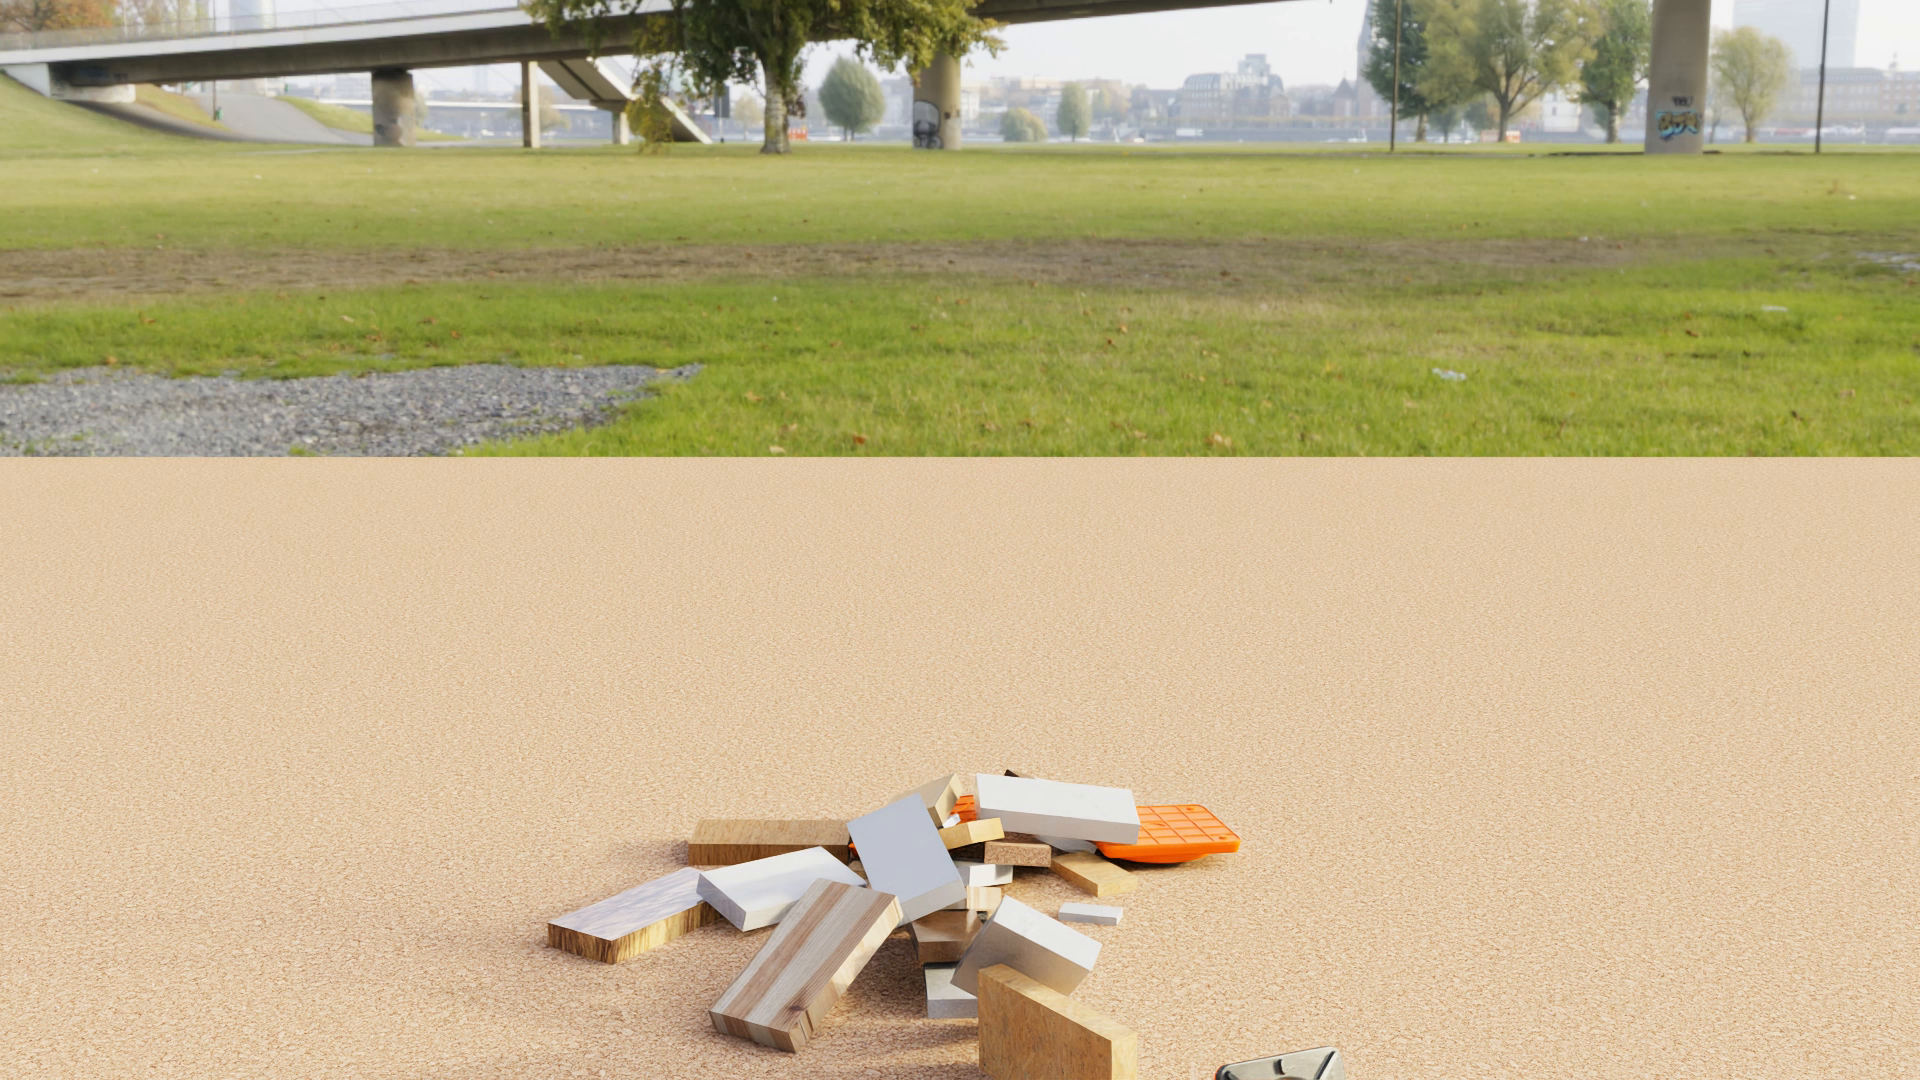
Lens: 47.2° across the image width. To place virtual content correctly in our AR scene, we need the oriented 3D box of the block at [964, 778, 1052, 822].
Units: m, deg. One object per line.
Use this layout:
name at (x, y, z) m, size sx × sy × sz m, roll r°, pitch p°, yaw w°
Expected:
block at (0.115, 0.492, 4.114) m, size 0.109 × 0.031 × 0.218 m, roll 8°, pitch 13°, yaw 36°

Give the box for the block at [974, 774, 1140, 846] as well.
block at (0.165, 0.464, 3.800) m, size 0.275 × 0.039 × 0.138 m, roll 7°, pitch 18°, yaw -5°

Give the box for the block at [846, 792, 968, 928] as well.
block at (-0.085, 0.492, 3.391) m, size 0.126 × 0.036 × 0.291 m, roll -23°, pitch 23°, yaw -5°

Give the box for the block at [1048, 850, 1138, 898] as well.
block at (0.225, 0.566, 3.735) m, size 0.079 × 0.022 × 0.158 m, roll -6°, pitch 12°, yaw -29°

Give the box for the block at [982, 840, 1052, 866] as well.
block at (0.095, 0.530, 3.731) m, size 0.109 × 0.031 × 0.218 m, roll 3°, pitch -5°, yaw 0°

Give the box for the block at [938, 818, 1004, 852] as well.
block at (-0.013, 0.488, 3.586) m, size 0.120 × 0.034 × 0.239 m, roll -16°, pitch -9°, yaw 11°

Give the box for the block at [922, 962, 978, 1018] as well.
block at (0.000, 0.653, 3.252) m, size 0.103 × 0.029 × 0.206 m, roll -1°, pitch 11°, yaw -3°

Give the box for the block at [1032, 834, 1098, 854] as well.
block at (0.157, 0.505, 3.913) m, size 0.109 × 0.031 × 0.218 m, roll 25°, pitch 2°, yaw -19°

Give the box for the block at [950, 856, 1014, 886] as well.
block at (-0.004, 0.546, 3.626) m, size 0.120 × 0.034 × 0.239 m, roll 3°, pitch -6°, yaw 18°

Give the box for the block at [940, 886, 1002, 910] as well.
block at (-0.020, 0.565, 3.460) m, size 0.120 × 0.034 × 0.239 m, roll -4°, pitch -10°, yaw 13°

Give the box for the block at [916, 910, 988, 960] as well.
block at (-0.010, 0.604, 3.363) m, size 0.103 × 0.029 × 0.206 m, roll 0°, pitch 3°, yaw 1°

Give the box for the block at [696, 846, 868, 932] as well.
block at (-0.288, 0.565, 3.579) m, size 0.253 × 0.036 × 0.126 m, roll -6°, pitch 27°, yaw -43°

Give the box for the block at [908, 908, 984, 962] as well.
block at (-0.018, 0.581, 3.239) m, size 0.103 × 0.029 × 0.206 m, roll -1°, pitch 3°, yaw -6°

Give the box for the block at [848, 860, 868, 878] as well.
block at (-0.142, 0.566, 3.761) m, size 0.096 × 0.014 × 0.048 m, roll 2°, pitch 11°, yaw 12°

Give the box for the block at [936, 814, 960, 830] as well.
block at (-0.050, 0.491, 3.742) m, size 0.096 × 0.014 × 0.048 m, roll -21°, pitch 4°, yaw 37°

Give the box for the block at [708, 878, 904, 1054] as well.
block at (-0.219, 0.606, 3.157) m, size 0.143 × 0.041 × 0.286 m, roll 7°, pitch 37°, yaw 33°

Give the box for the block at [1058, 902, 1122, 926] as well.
block at (0.211, 0.604, 3.555) m, size 0.096 × 0.014 × 0.048 m, roll 3°, pitch 11°, yaw 16°

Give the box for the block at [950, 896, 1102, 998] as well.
block at (0.086, 0.580, 3.002) m, size 0.143 × 0.041 × 0.286 m, roll 27°, pitch -30°, yaw 2°

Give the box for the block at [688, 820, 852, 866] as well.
block at (-0.330, 0.533, 3.872) m, size 0.275 × 0.039 × 0.138 m, roll 0°, pitch 11°, yaw 1°

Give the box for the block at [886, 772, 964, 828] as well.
block at (-0.075, 0.470, 3.815) m, size 0.126 × 0.036 × 0.253 m, roll -23°, pitch 3°, yaw 10°

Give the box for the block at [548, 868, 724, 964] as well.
block at (-0.494, 0.598, 3.518) m, size 0.138 × 0.039 × 0.321 m, roll 7°, pitch 13°, yaw 35°

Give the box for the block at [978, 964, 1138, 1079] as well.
block at (0.123, 0.667, 2.862) m, size 0.041 × 0.143 × 0.286 m, roll -9°, pitch 14°, yaw -34°

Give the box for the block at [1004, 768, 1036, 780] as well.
block at (0.158, 0.470, 4.037) m, size 0.157 × 0.022 × 0.079 m, roll 28°, pitch 4°, yaw 42°
